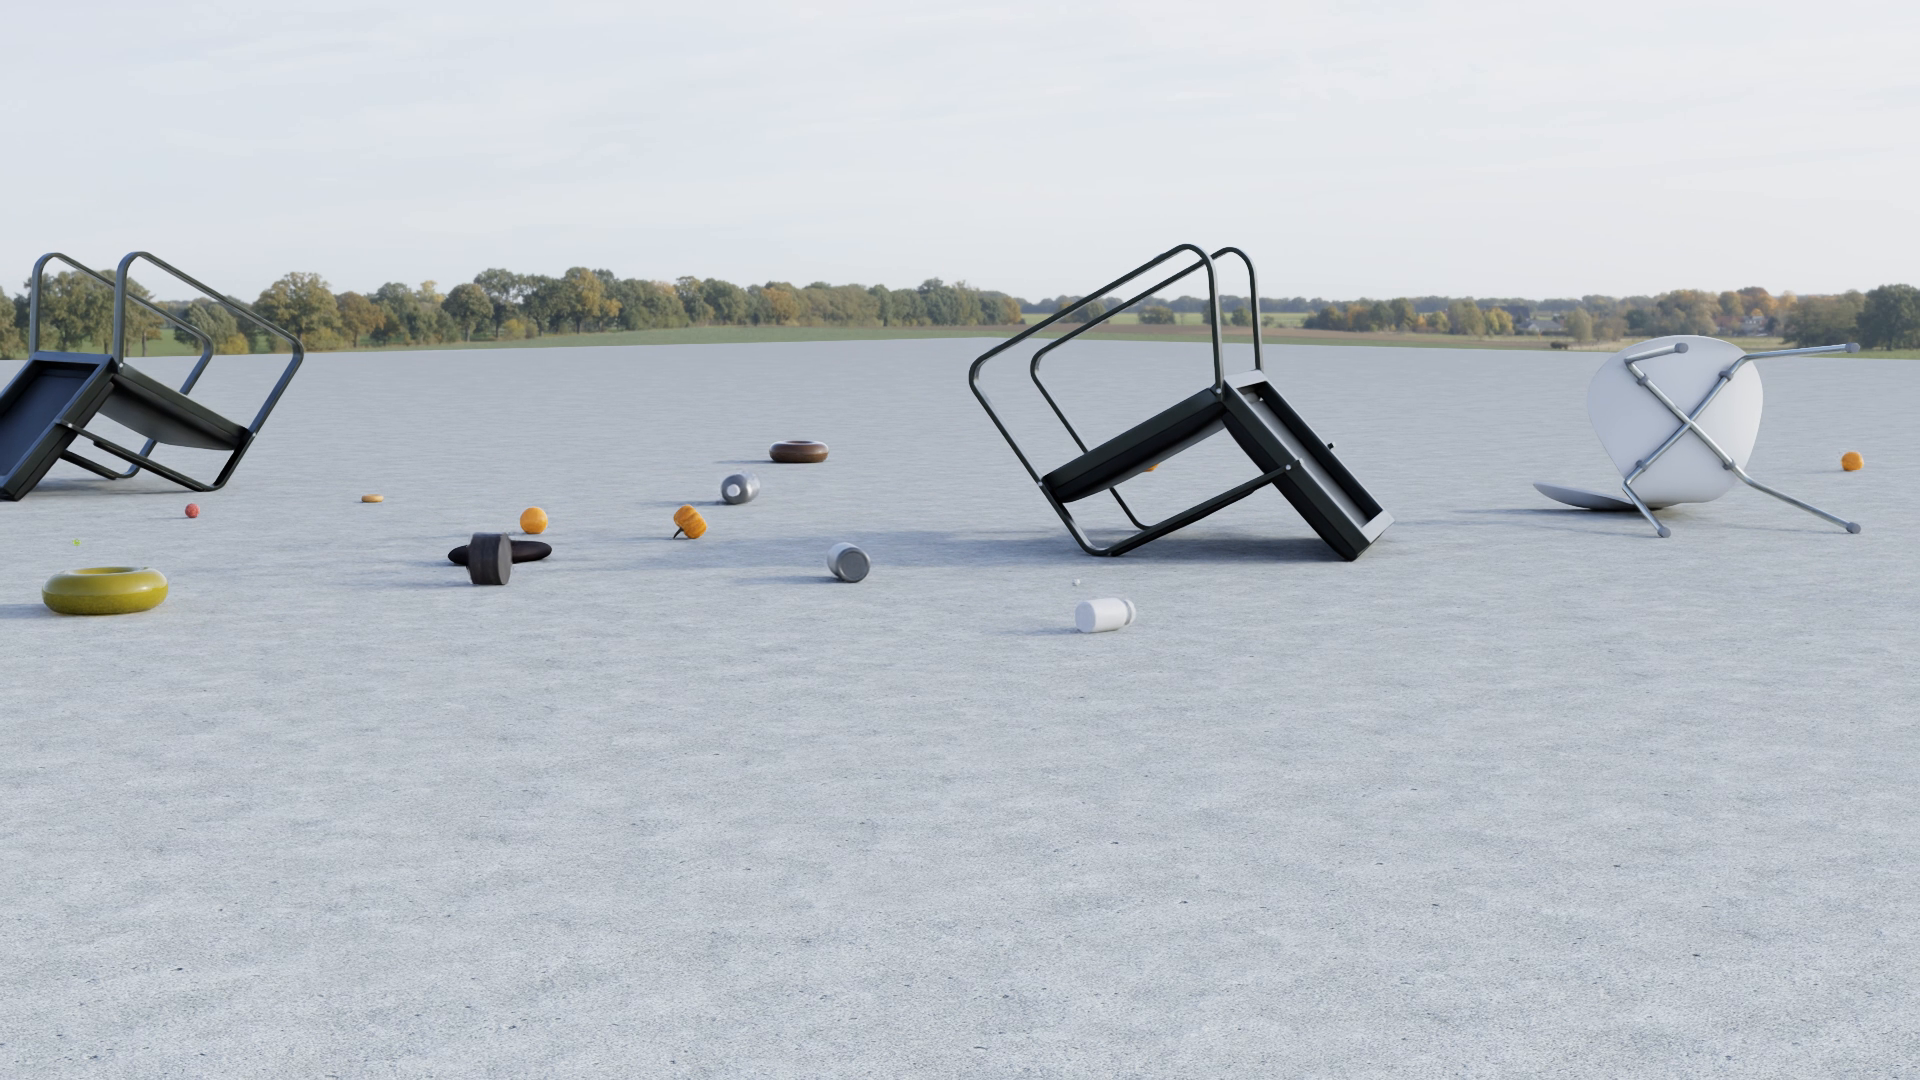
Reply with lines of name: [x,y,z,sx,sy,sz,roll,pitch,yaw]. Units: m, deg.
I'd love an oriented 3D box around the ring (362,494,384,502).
ring: [-1.717,-0.121,7.493,0.061,0.021,0.068,4,6,30]

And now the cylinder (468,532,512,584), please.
cylinder: [-1.003,0.039,5.479,0.063,0.111,0.113,1,35,5]

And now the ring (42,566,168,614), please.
ring: [-1.689,0.099,5.072,0.240,0.080,0.242,-1,5,0]

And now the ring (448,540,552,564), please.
ring: [-1.063,0.030,5.935,0.152,0.040,0.285,6,8,39]

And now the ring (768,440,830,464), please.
ring: [-0.572,-0.313,9.111,0.215,0.071,0.214,1,7,1]
